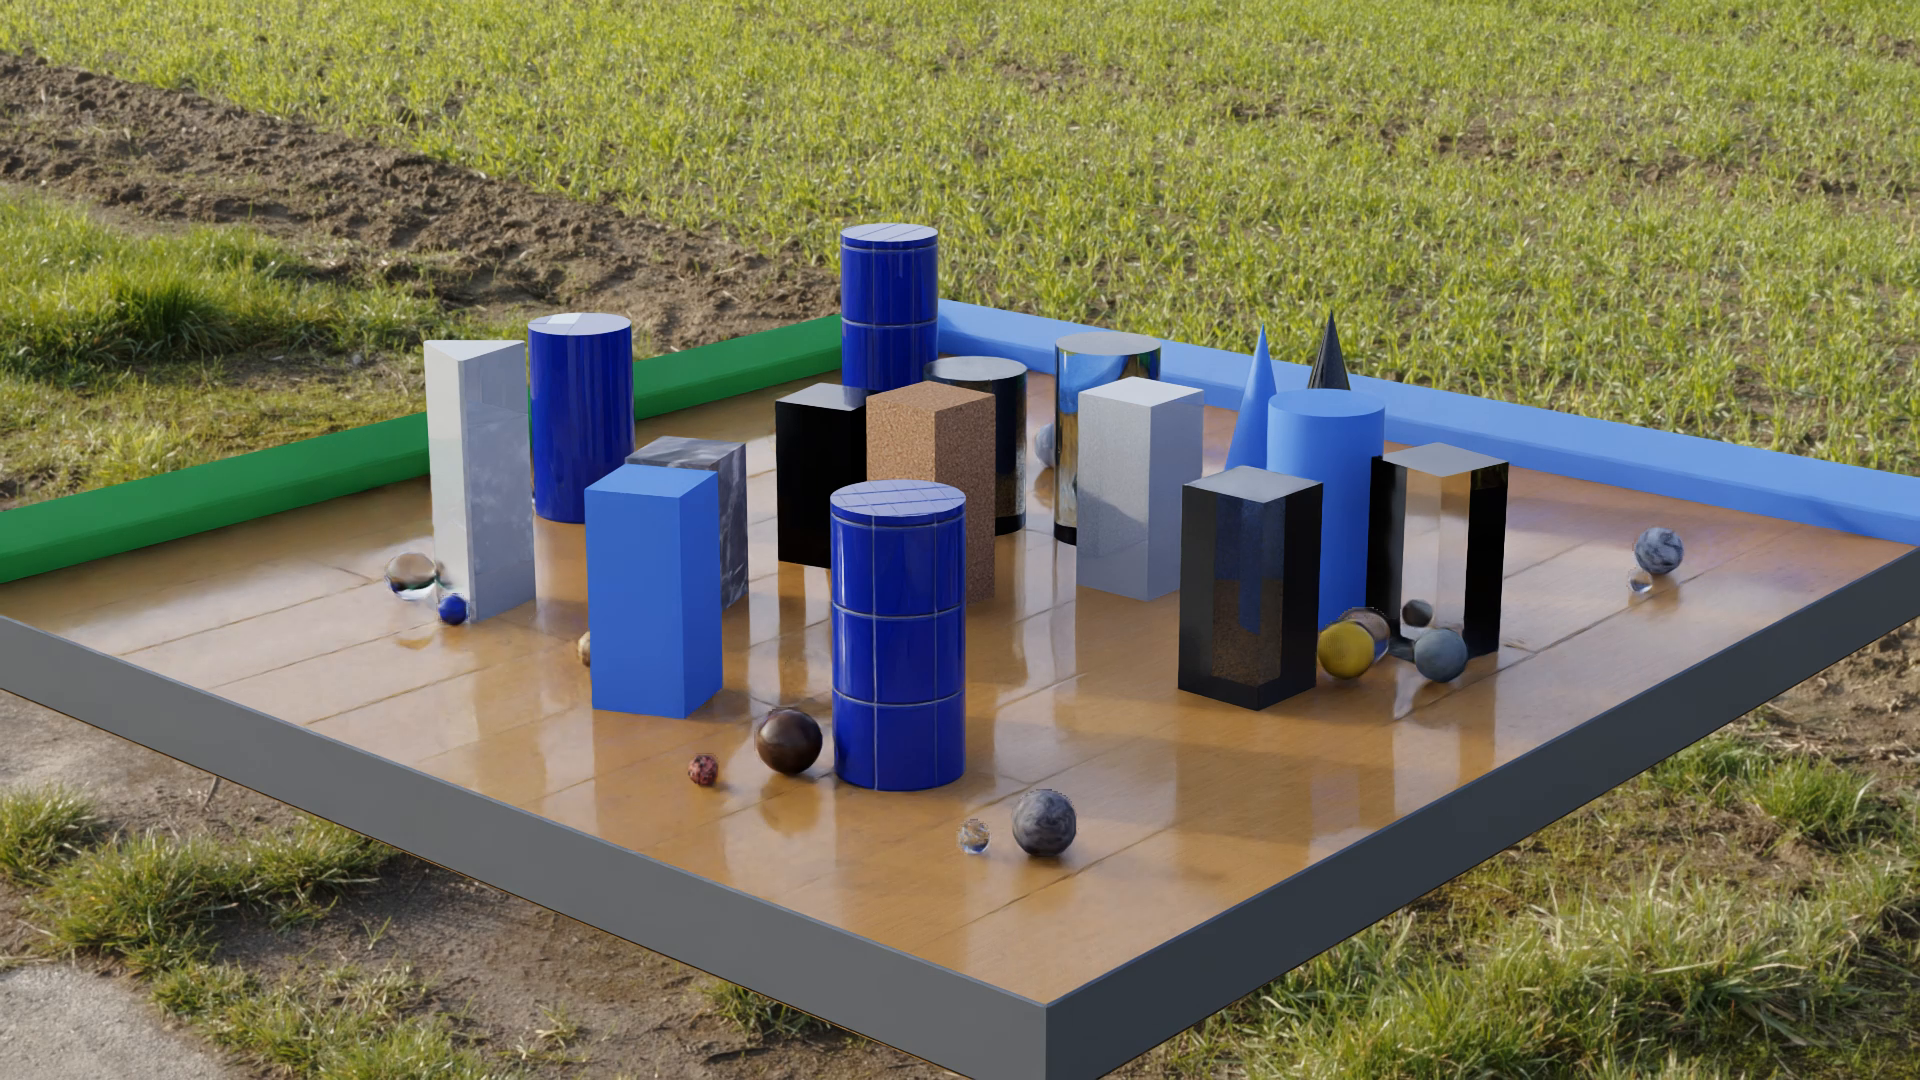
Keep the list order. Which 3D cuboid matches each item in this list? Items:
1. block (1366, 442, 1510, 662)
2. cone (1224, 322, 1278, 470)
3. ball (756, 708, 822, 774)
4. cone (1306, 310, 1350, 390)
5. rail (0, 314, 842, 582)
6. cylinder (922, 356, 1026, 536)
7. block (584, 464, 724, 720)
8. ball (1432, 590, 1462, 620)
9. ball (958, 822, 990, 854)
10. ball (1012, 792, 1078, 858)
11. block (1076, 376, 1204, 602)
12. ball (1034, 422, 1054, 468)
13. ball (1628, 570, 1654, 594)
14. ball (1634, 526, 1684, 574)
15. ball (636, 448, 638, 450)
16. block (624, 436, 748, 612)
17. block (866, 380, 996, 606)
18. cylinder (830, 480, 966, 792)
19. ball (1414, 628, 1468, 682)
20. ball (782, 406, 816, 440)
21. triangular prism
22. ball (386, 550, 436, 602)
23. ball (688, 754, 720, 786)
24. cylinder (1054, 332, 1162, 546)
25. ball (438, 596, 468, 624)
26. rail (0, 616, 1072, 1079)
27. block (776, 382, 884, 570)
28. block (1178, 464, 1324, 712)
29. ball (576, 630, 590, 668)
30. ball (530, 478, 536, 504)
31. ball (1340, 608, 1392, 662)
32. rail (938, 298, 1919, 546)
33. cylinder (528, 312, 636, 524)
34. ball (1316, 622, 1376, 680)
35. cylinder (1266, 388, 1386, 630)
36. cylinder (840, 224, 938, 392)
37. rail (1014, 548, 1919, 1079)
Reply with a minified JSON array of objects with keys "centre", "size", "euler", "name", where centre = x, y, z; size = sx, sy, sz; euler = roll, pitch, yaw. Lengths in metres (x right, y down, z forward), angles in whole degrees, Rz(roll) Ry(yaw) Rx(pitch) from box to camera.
[{"centre":[0.780,0.024,4.810],"size":[0.156,0.324,0.156],"euler":[-13,21,-36],"name":"block"},{"centre":[0.540,-0.180,5.291],"size":[0.195,0.436,0.195],"euler":[0,17,0],"name":"cone"},{"centre":[-0.250,0.295,4.302],"size":[0.096,0.096,0.096],"euler":[0,17,0],"name":"ball"},{"centre":[0.720,-0.276,5.737],"size":[0.195,0.362,0.195],"euler":[0,17,0],"name":"cone"},{"centre":[-0.981,-0.214,5.936],"size":[0.045,0.127,2.754],"euler":[14,22,39],"name":"rail"},{"centre":[0.027,-0.177,5.515],"size":[0.195,0.301,0.195],"euler":[0,17,0],"name":"cylinder"},{"centre":[-0.475,0.078,4.573],"size":[0.156,0.356,0.156],"euler":[5,18,17],"name":"block"},{"centre":[0.823,0.110,4.955],"size":[0.052,0.052,0.052],"euler":[0,17,0],"name":"ball"},{"centre":[0.019,0.409,4.018],"size":[0.044,0.044,0.044],"euler":[0,17,0],"name":"ball"},{"centre":[0.115,0.389,4.005],"size":[0.089,0.089,0.089],"euler":[0,17,0],"name":"ball"},{"centre":[0.315,-0.092,5.148],"size":[0.156,0.349,0.156],"euler":[14,22,38],"name":"block"},{"centre":[0.194,-0.192,5.926],"size":[0.091,0.091,0.091],"euler":[0,17,0],"name":"ball"},{"centre":[1.193,0.072,5.136],"size":[0.042,0.042,0.042],"euler":[0,17,0],"name":"ball"},{"centre":[1.249,0.019,5.238],"size":[0.085,0.085,0.085],"euler":[0,17,0],"name":"ball"},{"centre":[-0.663,-0.143,5.761],"size":[0.093,0.093,0.093],"euler":[0,17,0],"name":"ball"},{"centre":[-0.470,-0.024,5.061],"size":[0.156,0.270,0.156],"euler":[6,18,18],"name":"block"},{"centre":[-0.049,-0.073,5.061],"size":[0.156,0.363,0.156],"euler":[14,22,39],"name":"block"},{"centre":[-0.089,0.138,4.272],"size":[0.195,0.415,0.195],"euler":[0,17,0],"name":"cylinder"},{"centre":[0.769,0.184,4.689],"size":[0.086,0.086,0.086],"euler":[0,17,0],"name":"ball"},{"centre":[-0.339,-0.246,6.141],"size":[0.071,0.071,0.071],"euler":[0,17,0],"name":"ball"},{"centre":[-0.846,-0.109,5.017],"size":[0.146,0.458,0.169],"euler":[10,19,29],"name":"triangular prism"},{"centre":[-0.952,0.062,5.085],"size":[0.087,0.087,0.087],"euler":[0,17,0],"name":"ball"},{"centre":[-0.373,0.334,4.262],"size":[0.045,0.045,0.045],"euler":[0,17,0],"name":"ball"},{"centre":[0.272,-0.186,5.434],"size":[0.195,0.365,0.195],"euler":[0,17,0],"name":"cylinder"},{"centre":[-0.858,0.119,4.969],"size":[0.050,0.050,0.050],"euler":[0,17,0],"name":"ball"},{"centre":[-0.887,0.327,4.142],"size":[2.646,0.127,0.045],"euler":[14,22,39],"name":"rail"},{"centre":[-0.224,-0.115,5.312],"size":[0.156,0.299,0.156],"euler":[9,19,27],"name":"block"},{"centre":[0.457,0.073,4.621],"size":[0.156,0.337,0.156],"euler":[15,22,40],"name":"block"},{"centre":[-0.586,0.177,4.745],"size":[0.067,0.067,0.067],"euler":[0,17,0],"name":"ball"},{"centre":[-0.830,-0.095,5.681],"size":[0.047,0.047,0.047],"euler":[0,17,0],"name":"ball"},{"centre":[0.656,0.157,4.770],"size":[0.090,0.090,0.090],"euler":[0,17,0],"name":"ball"},{"centre":[0.887,-0.263,6.099],"size":[2.646,0.127,0.045],"euler":[14,22,39],"name":"rail"},{"centre":[-0.719,-0.233,5.590],"size":[0.195,0.365,0.195],"euler":[0,17,0],"name":"cylinder"},{"centre":[0.615,0.176,4.675],"size":[0.094,0.094,0.094],"euler":[0,17,0],"name":"ball"},{"centre":[0.616,-0.053,4.982],"size":[0.195,0.372,0.195],"euler":[0,17,0],"name":"cylinder"},{"centre":[-0.141,-0.389,5.921],"size":[0.195,0.471,0.195],"euler":[0,17,0],"name":"cylinder"},{"centre":[0.981,0.278,4.305],"size":[0.045,0.127,2.754],"euler":[14,22,39],"name":"rail"}]
